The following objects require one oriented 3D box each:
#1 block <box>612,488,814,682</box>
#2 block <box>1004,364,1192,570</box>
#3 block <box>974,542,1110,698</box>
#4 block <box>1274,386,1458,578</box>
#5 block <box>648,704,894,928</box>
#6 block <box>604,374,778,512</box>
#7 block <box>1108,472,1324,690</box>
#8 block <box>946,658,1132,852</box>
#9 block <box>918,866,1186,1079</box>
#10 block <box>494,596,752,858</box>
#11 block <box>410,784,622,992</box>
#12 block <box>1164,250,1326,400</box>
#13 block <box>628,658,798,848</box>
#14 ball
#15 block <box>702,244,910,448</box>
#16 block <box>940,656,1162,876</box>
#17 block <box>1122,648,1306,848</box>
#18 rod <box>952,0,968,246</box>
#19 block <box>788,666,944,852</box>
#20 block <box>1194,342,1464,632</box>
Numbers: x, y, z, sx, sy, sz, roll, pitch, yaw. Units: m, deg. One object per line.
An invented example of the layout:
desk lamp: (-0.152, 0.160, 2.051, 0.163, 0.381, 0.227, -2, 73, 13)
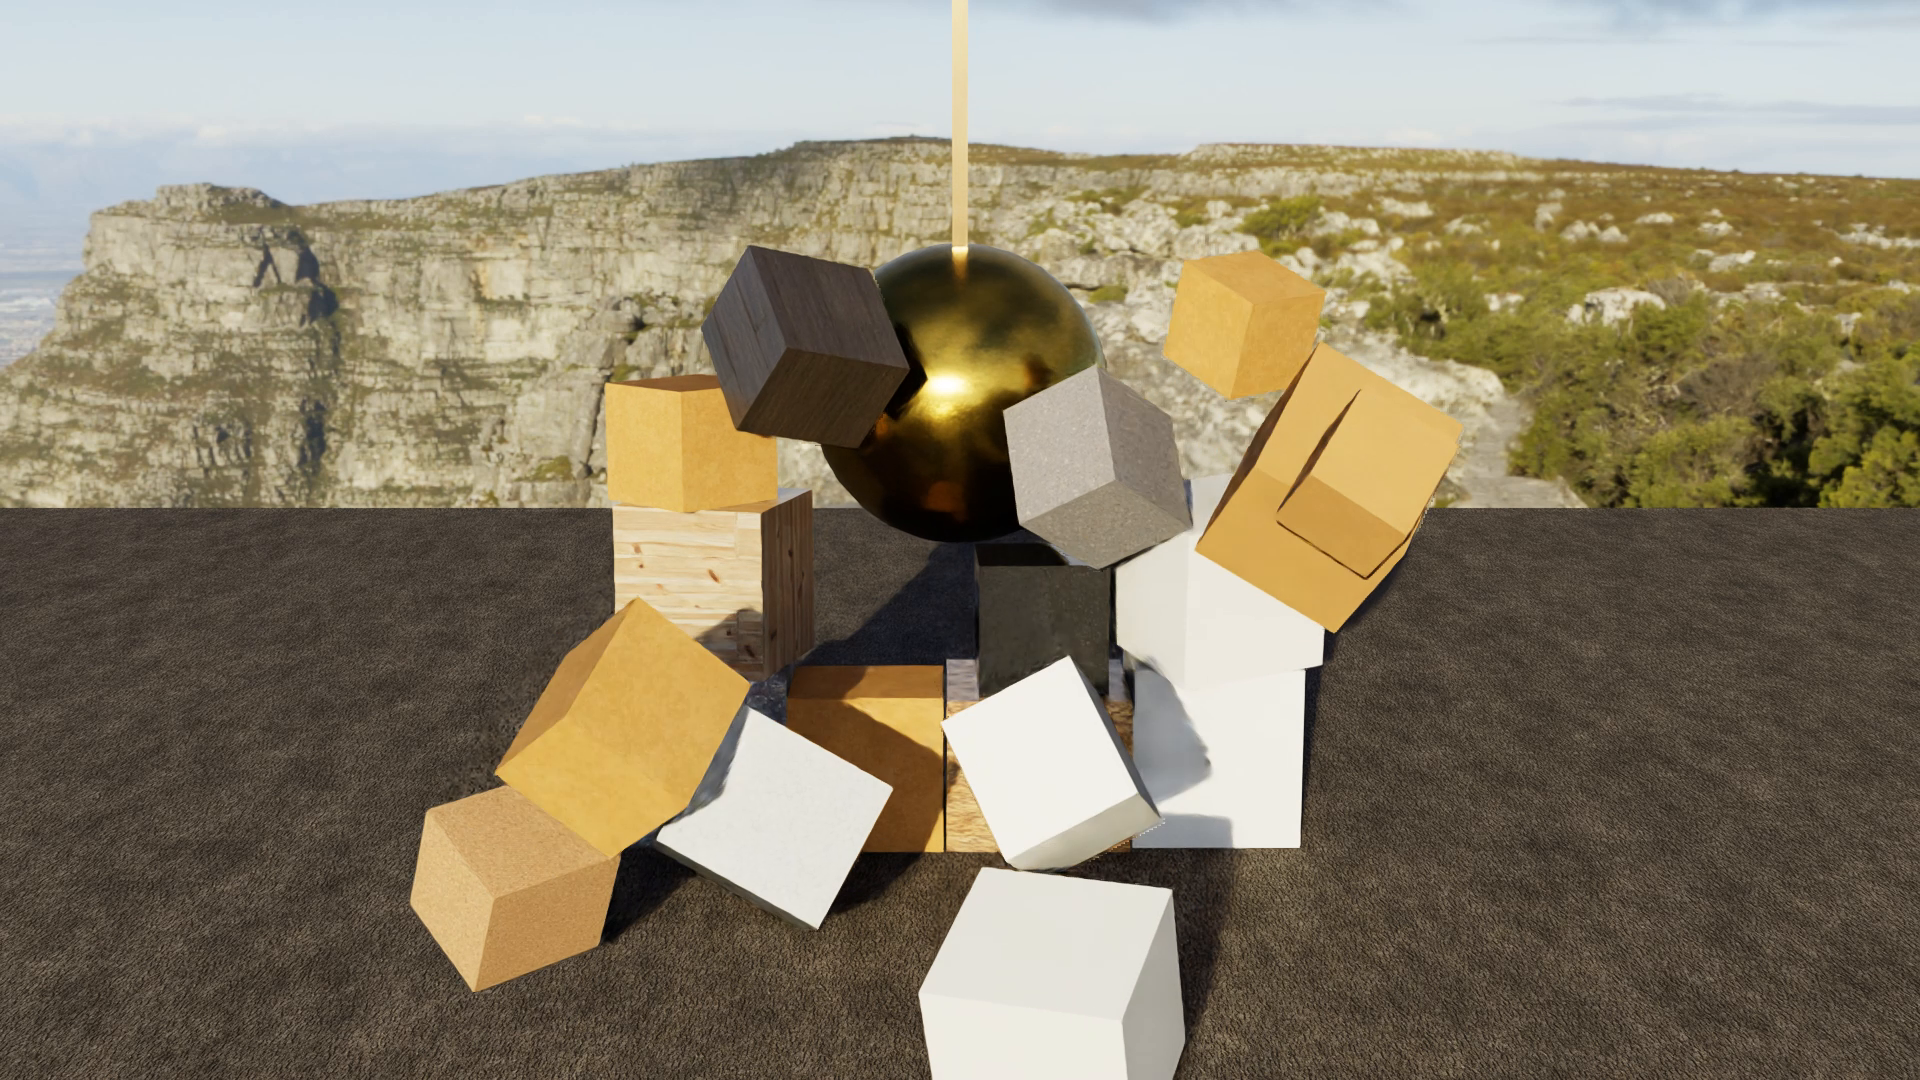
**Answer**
block: (-1.230, 0.196, 11.118, 0.769, 0.833, 0.769, 3, 11, 15)
block: (0.652, -0.337, 10.471, 0.542, 0.631, 0.652, -25, -34, 29)
block: (0.406, 0.398, 11.186, 0.643, 0.663, 0.619, 0, 10, -2)
block: (1.727, -0.245, 9.389, 0.475, 0.504, 0.486, 33, -24, 3)
block: (-0.841, 1.211, 9.608, 0.774, 0.670, 0.767, 30, -13, -4)
block: (-1.335, -0.492, 10.944, 0.591, 0.583, 0.602, 10, 14, 43)
block: (1.281, 0.187, 11.015, 0.794, 0.793, 0.786, -8, 20, -23)
block: (0.391, 1.096, 11.365, 0.922, 0.776, 0.896, 0, 10, 0)
block: (0.345, 1.687, 7.762, 0.711, 0.710, 0.689, 4, 31, 20)
block: (-1.393, 0.780, 9.116, 0.632, 0.610, 0.687, -36, 21, 43)
block: (-1.895, 1.444, 9.358, 0.612, 0.563, 0.555, -15, 46, -40)
block: (1.352, -1.030, 10.476, 0.475, 0.494, 0.492, -13, 37, -35)
block: (-1.285, 1.033, 11.361, 0.844, 0.902, 0.765, 0, 10, 0)
ball: (0.000, -0.781, 11.755, 1.600, 1.600, 1.600, 0, 10, 0)
block: (-0.761, -0.936, 10.716, 0.684, 0.561, 0.709, 7, 45, -34)
block: (0.343, 0.853, 8.067, 0.523, 0.558, 0.607, -28, -21, 4)
block: (1.285, 1.028, 11.354, 0.846, 0.915, 0.772, 0, 10, 0)
rod: (0.000, -4.032, 10.758, 0.080, 5.200, 0.080, 0, 17, 0)
block: (-0.470, 1.109, 11.260, 0.771, 0.790, 0.691, 0, 10, 0)
block: (1.711, -0.241, 10.239, 0.765, 0.766, 0.838, 31, 56, 2)
